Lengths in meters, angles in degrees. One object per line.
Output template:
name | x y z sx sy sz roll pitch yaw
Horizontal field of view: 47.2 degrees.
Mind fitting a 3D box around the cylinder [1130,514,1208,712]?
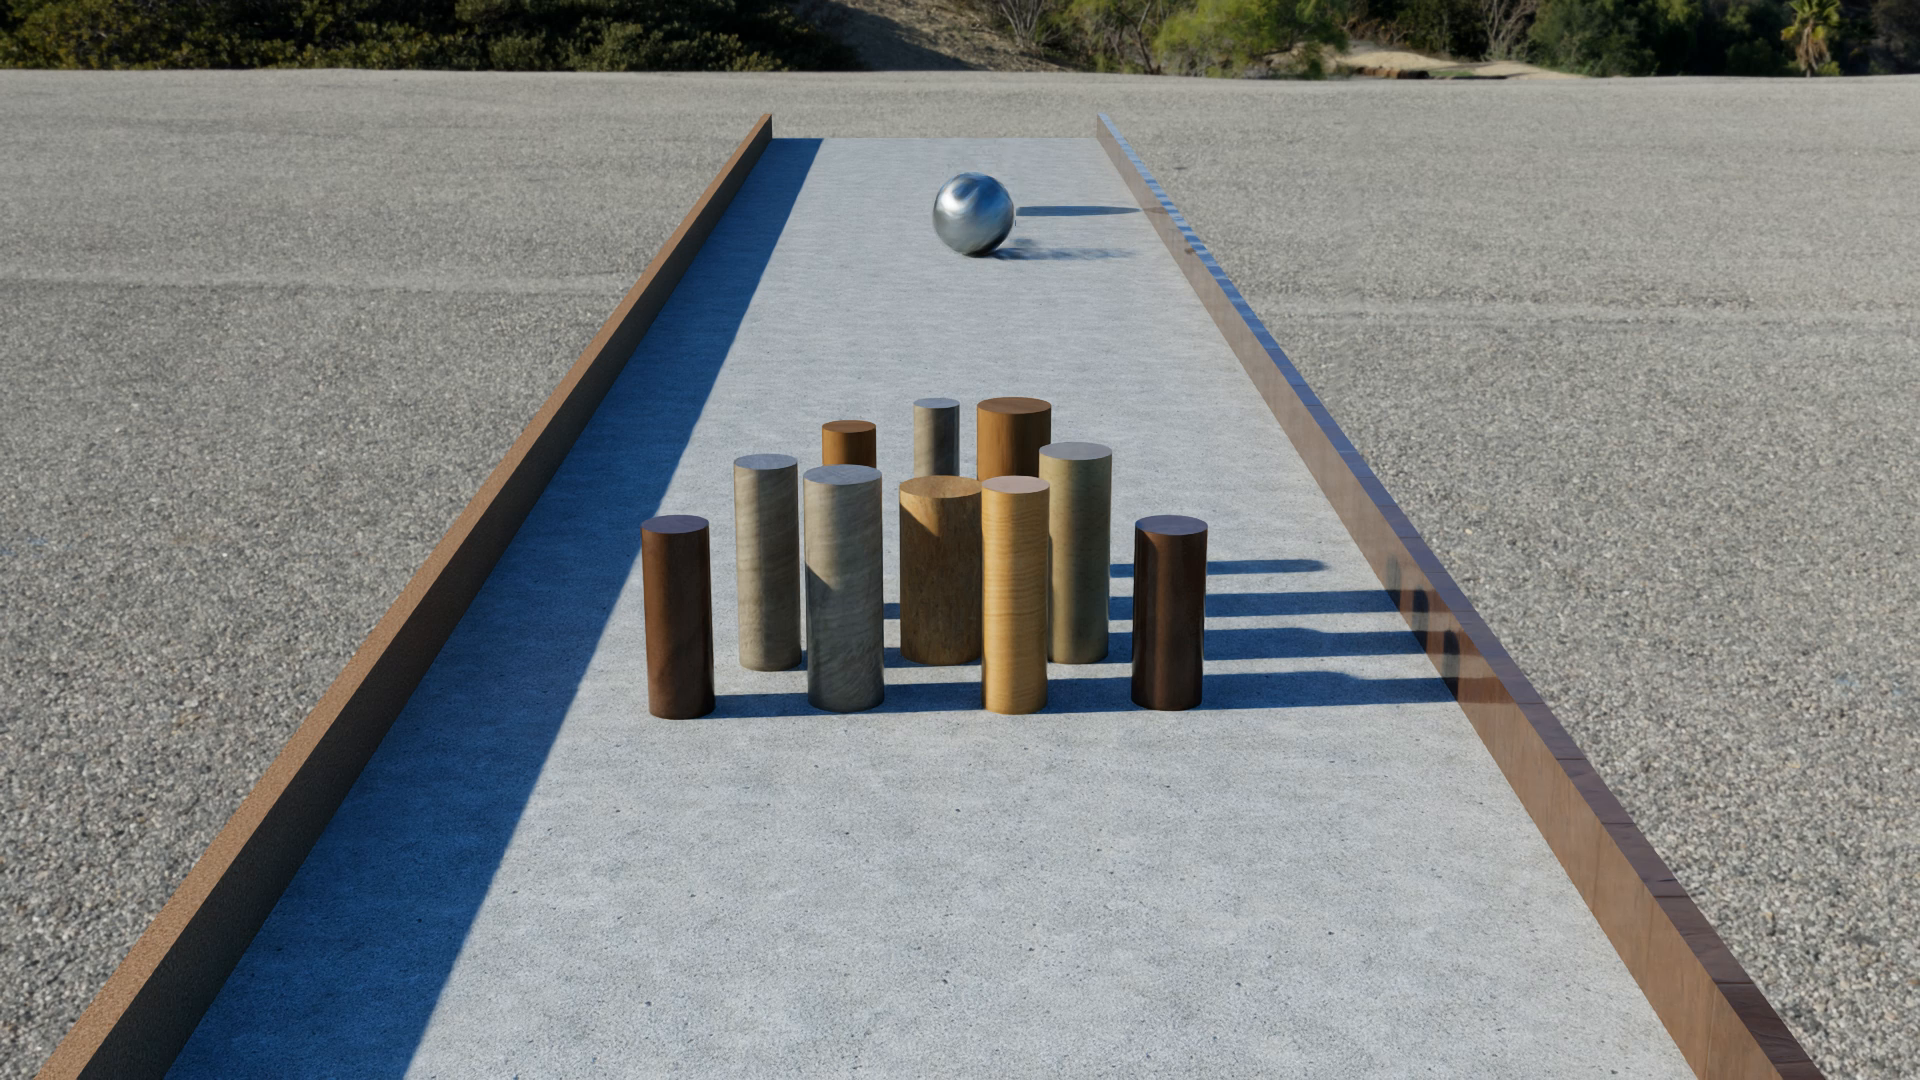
cylinder | 0.395 0.137 4.157 0.136 0.346 0.136 0 17 0

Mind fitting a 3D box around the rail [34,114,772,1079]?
rail | -1.118 -0.838 7.780 0.050 0.150 12.000 0 17 -1

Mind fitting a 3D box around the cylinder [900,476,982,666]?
cylinder | -0.036 0.060 4.417 0.171 0.347 0.171 0 17 0

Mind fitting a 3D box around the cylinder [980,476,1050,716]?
cylinder | 0.103 0.104 4.122 0.126 0.431 0.126 0 17 0

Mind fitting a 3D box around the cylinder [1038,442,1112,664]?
cylinder | 0.228 0.026 4.399 0.145 0.422 0.145 0 17 0

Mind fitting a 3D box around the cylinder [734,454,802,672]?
cylinder | -0.380 0.045 4.350 0.125 0.414 0.125 0 17 0

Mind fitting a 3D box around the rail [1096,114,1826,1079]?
rail | 0.932 -0.844 7.801 0.050 0.150 12.000 0 17 -1

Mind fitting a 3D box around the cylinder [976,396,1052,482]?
cylinder | 0.113 -0.064 4.647 0.155 0.453 0.155 0 17 0

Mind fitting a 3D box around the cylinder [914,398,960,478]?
cylinder | -0.052 -0.111 4.900 0.103 0.399 0.103 0 17 0

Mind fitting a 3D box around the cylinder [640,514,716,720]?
cylinder | -0.526 0.144 4.107 0.125 0.362 0.125 0 17 0

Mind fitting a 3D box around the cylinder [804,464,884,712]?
cylinder | -0.218 0.091 4.141 0.146 0.444 0.146 0 17 0

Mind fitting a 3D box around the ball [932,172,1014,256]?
ball | 0.056 -1.369 9.226 0.345 0.345 0.345 0 17 0

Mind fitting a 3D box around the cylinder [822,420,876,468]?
cylinder | -0.231 -0.042 4.649 0.113 0.409 0.113 0 17 0
